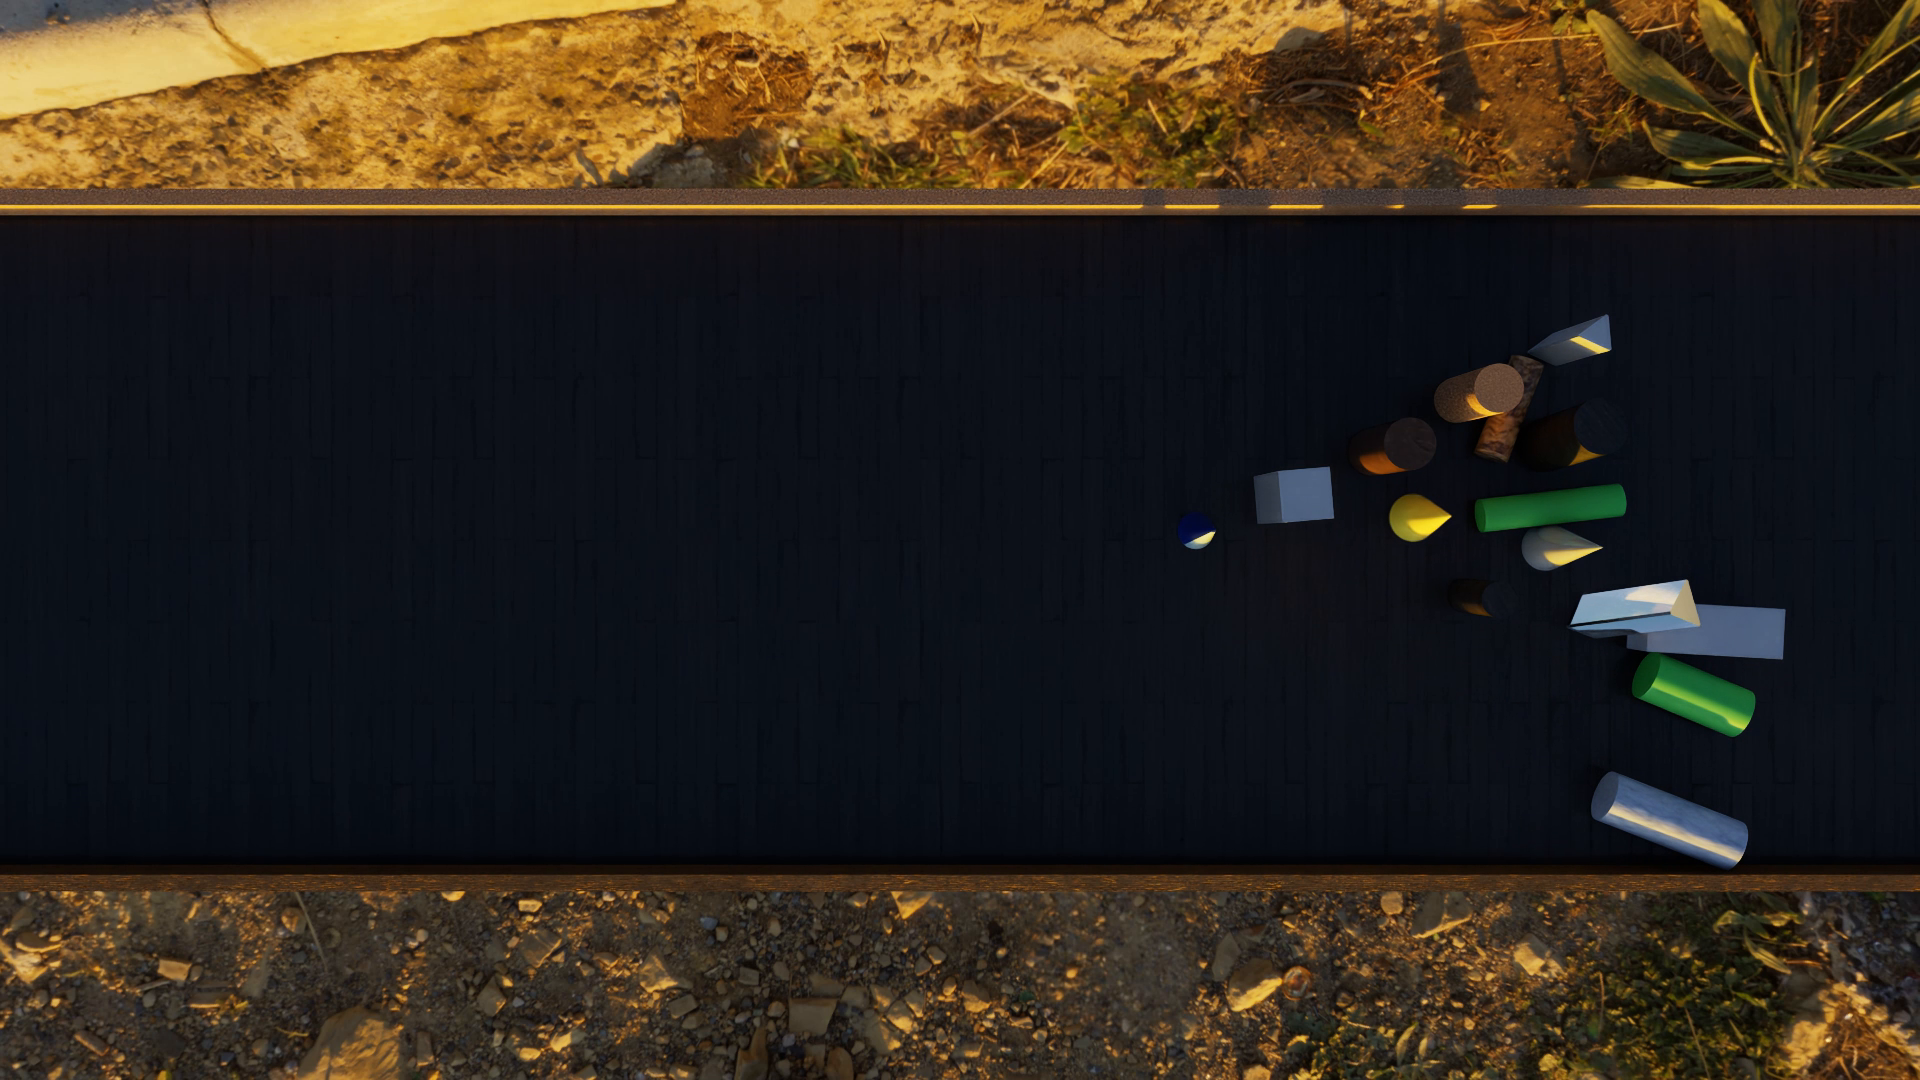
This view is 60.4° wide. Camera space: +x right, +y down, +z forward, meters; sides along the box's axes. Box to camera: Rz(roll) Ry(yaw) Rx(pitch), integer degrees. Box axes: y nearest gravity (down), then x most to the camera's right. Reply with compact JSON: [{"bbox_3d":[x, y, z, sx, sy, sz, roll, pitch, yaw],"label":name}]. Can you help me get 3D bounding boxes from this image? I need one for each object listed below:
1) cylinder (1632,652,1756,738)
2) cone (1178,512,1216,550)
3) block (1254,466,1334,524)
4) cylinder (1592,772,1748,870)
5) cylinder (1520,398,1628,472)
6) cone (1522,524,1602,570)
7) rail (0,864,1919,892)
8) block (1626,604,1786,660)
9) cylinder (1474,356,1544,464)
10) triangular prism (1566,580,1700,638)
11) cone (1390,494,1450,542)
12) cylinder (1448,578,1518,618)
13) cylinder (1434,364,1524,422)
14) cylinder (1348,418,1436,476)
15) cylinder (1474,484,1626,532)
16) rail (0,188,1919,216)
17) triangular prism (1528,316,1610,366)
[{"bbox_3d":[2.222,0.467,5.000,0.309,0.153,0.153,23,90,0],"label":"cylinder"},{"bbox_3d":[0.727,-0.029,4.874,0.115,0.405,0.115,0,90,0],"label":"cone"},{"bbox_3d":[0.983,-0.129,4.880,0.147,0.393,0.147,-5,90,0],"label":"block"},{"bbox_3d":[2.147,0.850,4.998,0.416,0.157,0.157,21,90,0],"label":"cylinder"},{"bbox_3d":[1.816,-0.308,4.895,0.164,0.341,0.164,1,84,-7],"label":"cylinder"},{"bbox_3d":[1.803,0.021,4.849,0.149,0.455,0.149,0,90,0],"label":"cone"},{"bbox_3d":[-2.247,1.025,5.001,12.000,0.150,0.050,0,90,0],"label":"rail"},{"bbox_3d":[2.259,0.270,5.002,0.406,0.149,0.149,3,90,0],"label":"block"},{"bbox_3d":[1.673,-0.397,5.025,0.104,0.104,0.315,21,90,0],"label":"cylinder"},{"bbox_3d":[2.003,0.199,4.911,0.138,0.355,0.120,19,72,-29],"label":"triangular prism"},{"bbox_3d":[1.395,-0.069,4.878,0.148,0.396,0.148,0,90,0],"label":"cone"},{"bbox_3d":[1.554,0.171,4.913,0.105,0.328,0.105,0,90,0],"label":"cylinder"},{"bbox_3d":[1.529,-0.431,4.877,0.141,0.399,0.141,0,90,0],"label":"cylinder"},{"bbox_3d":[1.269,-0.271,4.862,0.149,0.429,0.149,0,90,0],"label":"cylinder"},{"bbox_3d":[1.797,-0.098,5.025,0.427,0.103,0.103,-7,90,0],"label":"cylinder"},{"bbox_3d":[-2.247,-1.025,5.002,12.000,0.150,0.050,0,90,0],"label":"rail"},{"bbox_3d":[1.809,-0.596,4.865,0.100,0.422,0.086,25,90,0],"label":"triangular prism"}]
